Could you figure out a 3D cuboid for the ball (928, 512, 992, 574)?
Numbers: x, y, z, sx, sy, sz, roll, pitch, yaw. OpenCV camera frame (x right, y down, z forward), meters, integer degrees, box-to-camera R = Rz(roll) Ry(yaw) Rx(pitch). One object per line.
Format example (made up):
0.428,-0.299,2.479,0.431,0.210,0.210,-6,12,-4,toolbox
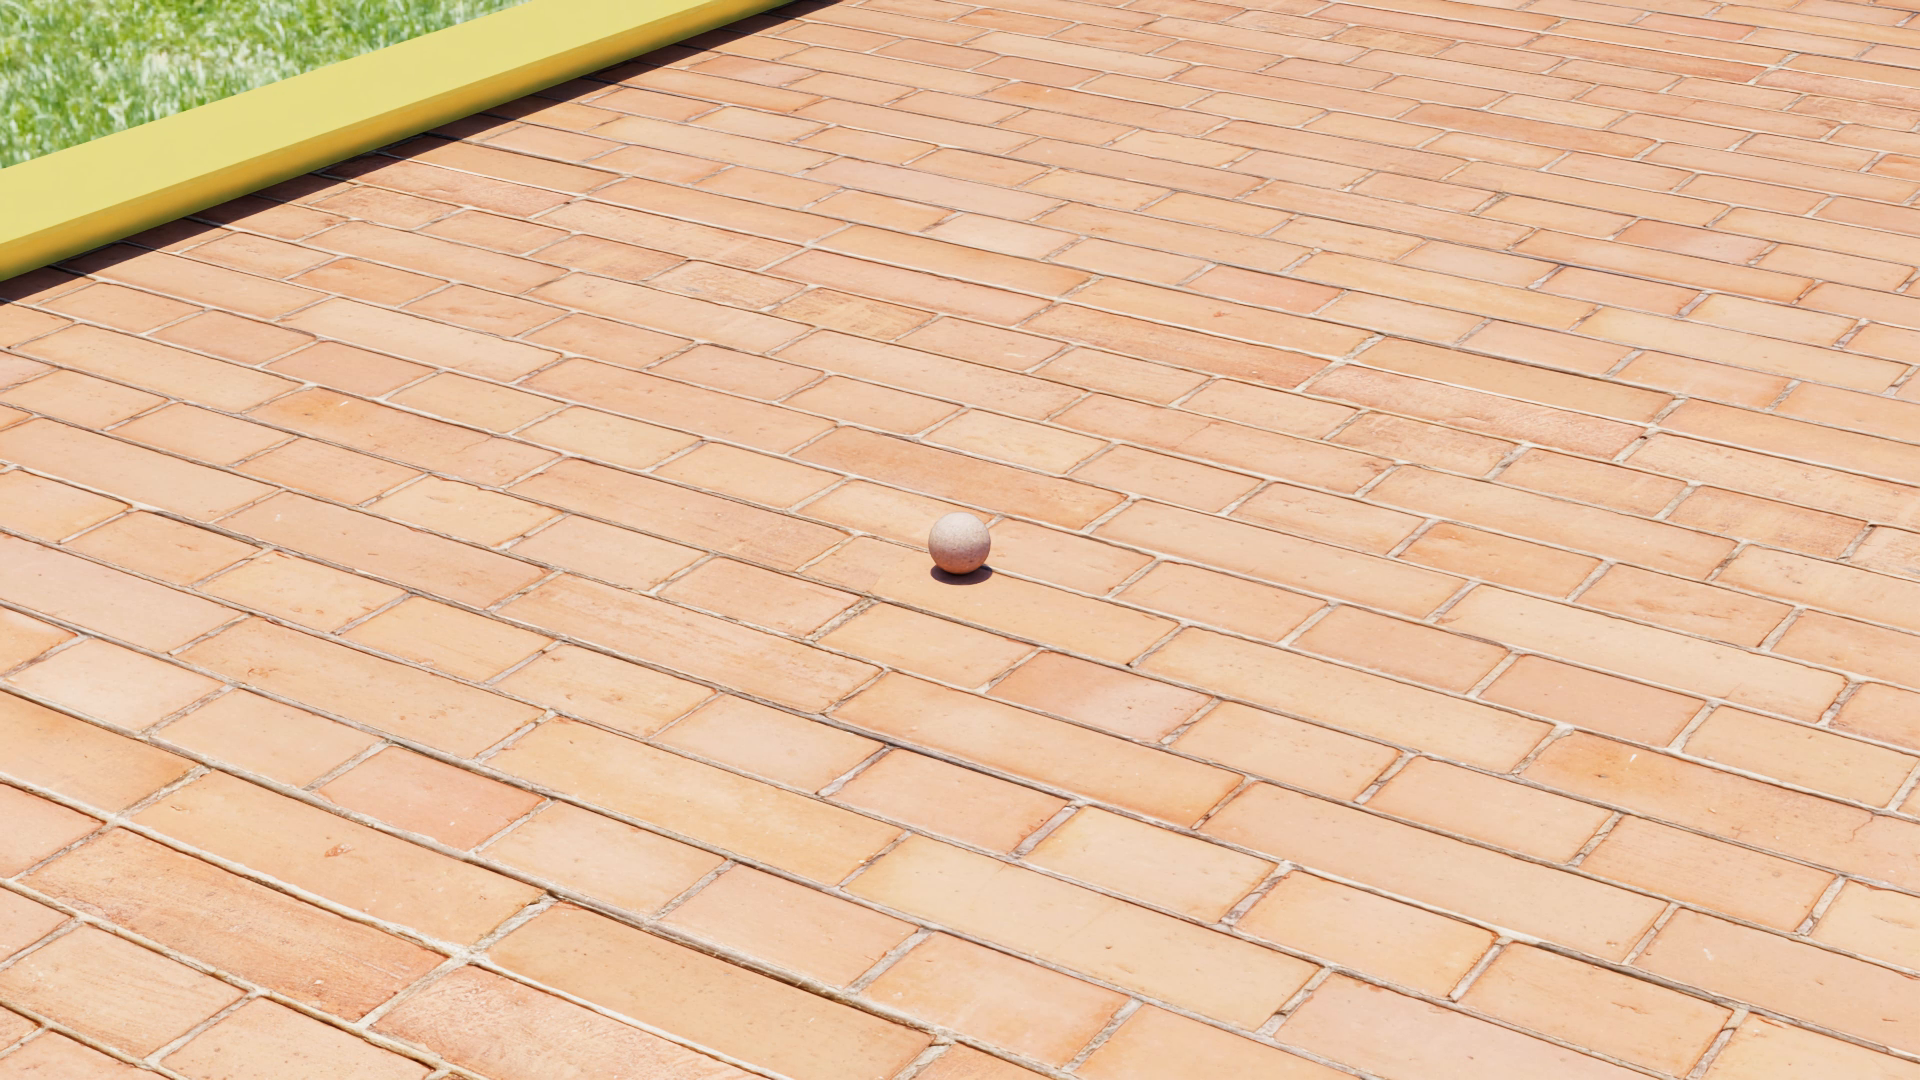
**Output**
0.000,0.002,1.898,0.041,0.041,0.041,0,24,0,ball

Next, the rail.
-0.347,-0.521,2.986,0.045,0.090,3.307,15,28,30,rail
